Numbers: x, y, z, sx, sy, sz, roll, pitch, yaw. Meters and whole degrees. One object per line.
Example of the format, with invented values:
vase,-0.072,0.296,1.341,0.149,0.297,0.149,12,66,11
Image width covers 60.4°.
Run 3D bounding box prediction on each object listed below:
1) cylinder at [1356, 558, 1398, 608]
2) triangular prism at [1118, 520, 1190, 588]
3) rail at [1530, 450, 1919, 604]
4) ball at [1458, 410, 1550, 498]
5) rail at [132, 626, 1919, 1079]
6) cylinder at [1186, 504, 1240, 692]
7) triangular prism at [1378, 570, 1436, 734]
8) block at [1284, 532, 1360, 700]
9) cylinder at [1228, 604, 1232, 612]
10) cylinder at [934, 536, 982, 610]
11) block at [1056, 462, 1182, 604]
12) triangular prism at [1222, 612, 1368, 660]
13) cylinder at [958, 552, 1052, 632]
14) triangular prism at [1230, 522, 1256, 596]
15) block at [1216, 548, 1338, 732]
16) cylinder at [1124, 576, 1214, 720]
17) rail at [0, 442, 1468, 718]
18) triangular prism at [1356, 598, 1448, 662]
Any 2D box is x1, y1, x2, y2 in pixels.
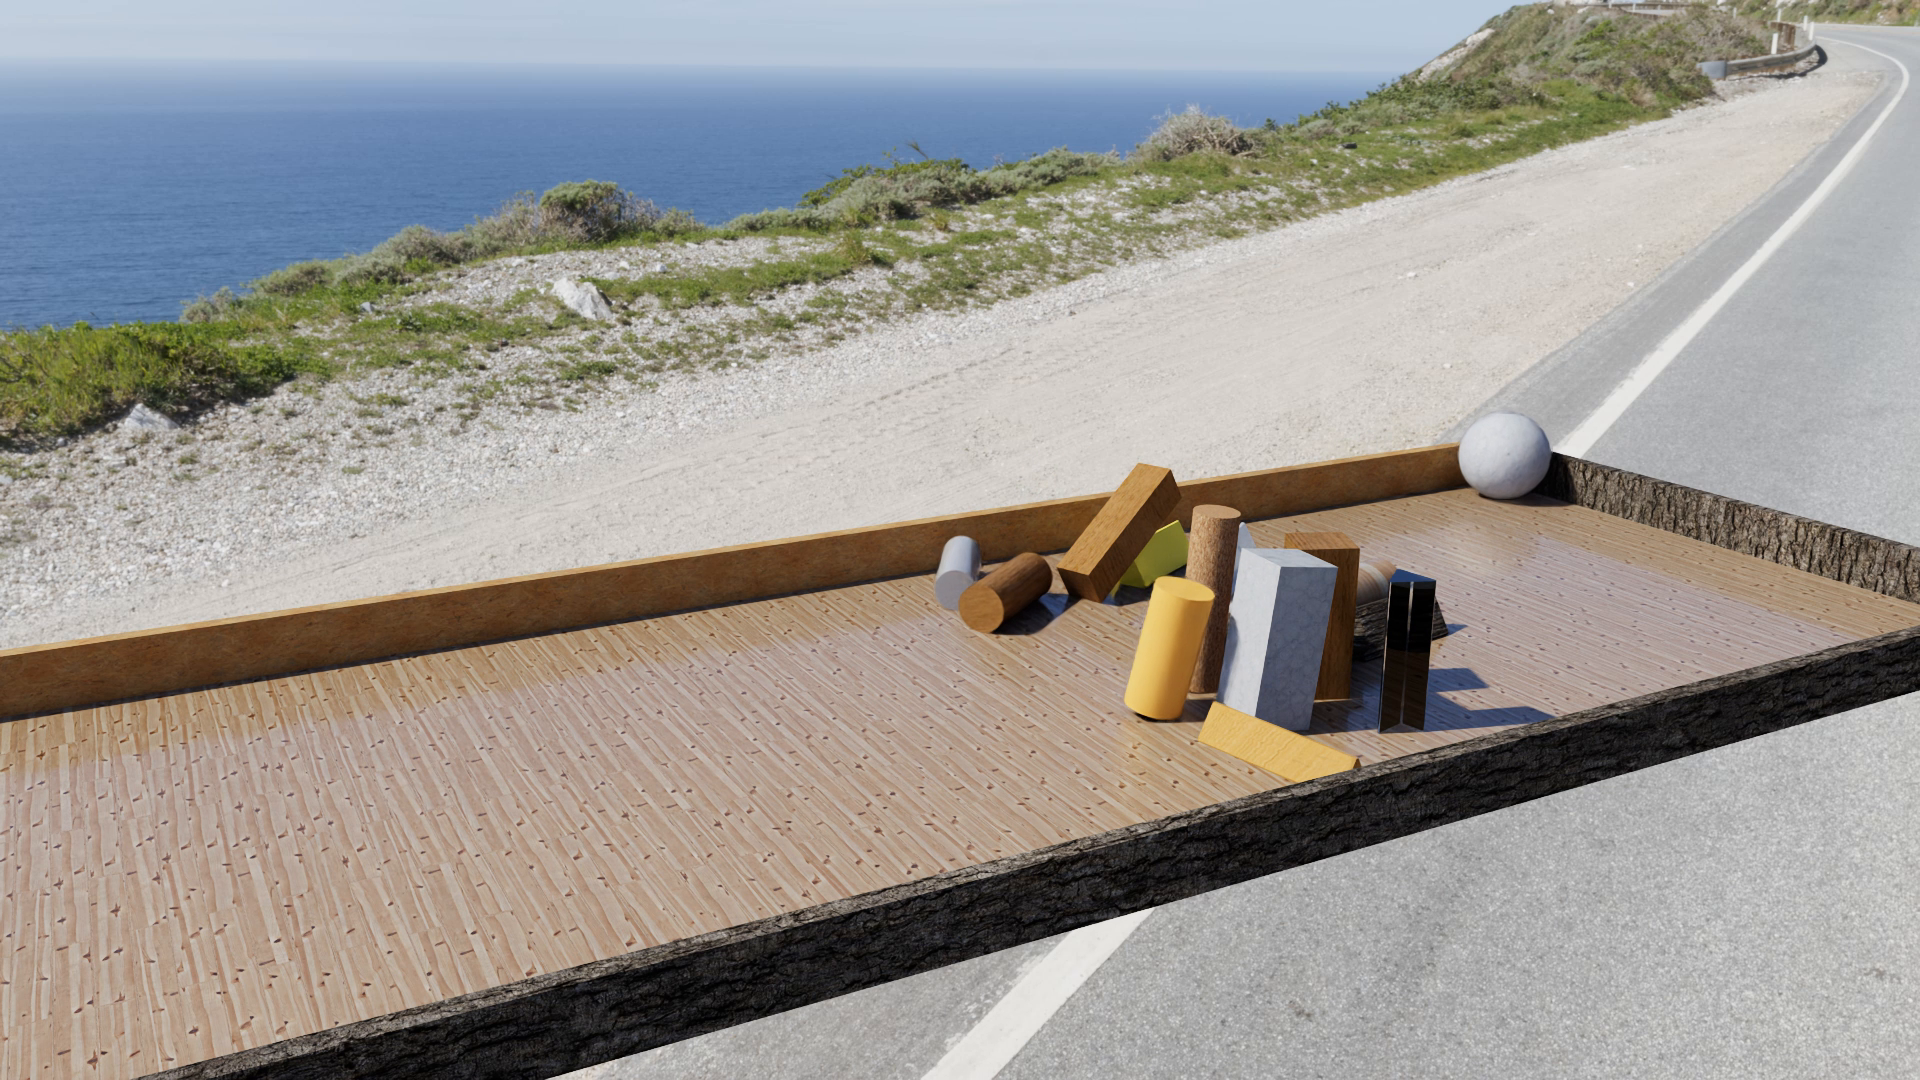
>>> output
cylinder,1.006,0.174,4.458,0.426,0.173,0.173,-13,21,-38
triangular prism,0.586,0.034,5.021,0.133,0.115,0.341,11,20,32
rail,2.466,-0.048,5.253,0.050,0.150,2.100,-9,18,-27
ball,1.922,-0.302,5.827,0.312,0.312,0.312,0,16,0
rail,-2.336,1.006,1.665,12.000,0.150,0.050,-9,18,-27
cylinder,0.605,0.145,4.049,0.114,0.450,0.114,4,17,-1
triangular prism,1.020,0.257,3.825,0.109,0.369,0.095,-2,16,-5
block,0.875,0.186,4.040,0.142,0.385,0.142,-1,16,-5
cylinder,0.744,0.220,4.423,0.104,0.104,0.371,13,21,37
cylinder,-0.002,0.094,4.819,0.121,0.121,0.344,1,16,3
block,0.470,-0.025,4.836,0.119,0.119,0.451,15,54,41
triangular prism,0.839,0.240,4.221,0.368,0.120,0.138,-1,-18,-5
cylinder,0.131,0.144,4.623,0.136,0.136,0.338,8,18,25
triangular prism,0.791,0.056,4.940,0.138,0.119,0.418,7,18,23
block,0.734,0.231,3.839,0.158,0.394,0.158,1,15,-25
cylinder,0.493,0.256,3.900,0.142,0.307,0.142,11,19,-4
rail,-3.305,0.497,3.399,12.000,0.150,0.050,-9,18,-27
triangular prism,1.143,0.211,4.408,0.352,0.122,0.141,-12,21,-36
